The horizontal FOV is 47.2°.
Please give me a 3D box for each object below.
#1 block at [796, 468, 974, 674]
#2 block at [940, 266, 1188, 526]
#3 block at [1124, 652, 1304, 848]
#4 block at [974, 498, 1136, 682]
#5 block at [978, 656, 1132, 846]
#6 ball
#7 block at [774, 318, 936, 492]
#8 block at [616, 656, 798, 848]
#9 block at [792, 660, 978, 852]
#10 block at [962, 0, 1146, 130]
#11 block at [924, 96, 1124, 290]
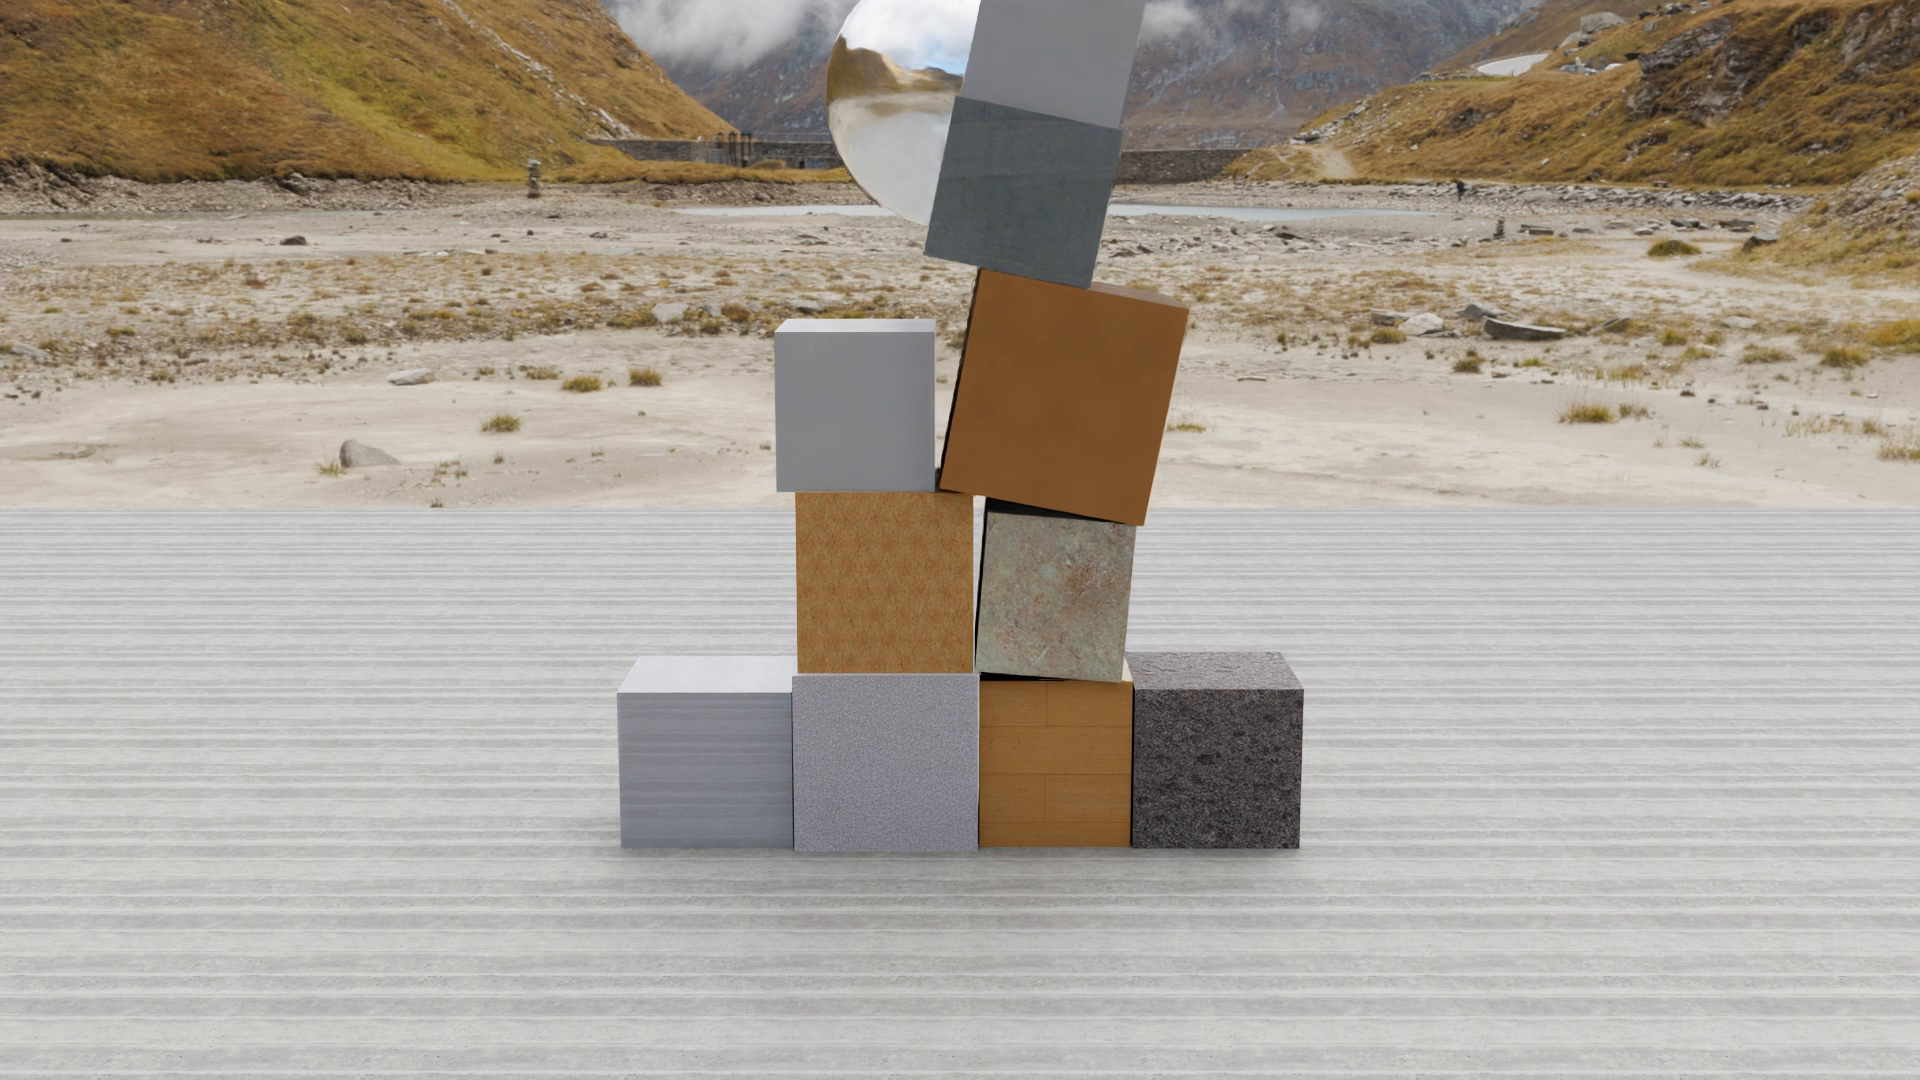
[{"bbox_3d":[-0.369,0.141,11.218,0.871,0.904,0.833,0,10,0],"label":"block"},{"bbox_3d":[0.497,-0.762,11.050,1.011,1.074,0.943,11,10,-2],"label":"block"},{"bbox_3d":[1.286,1.072,11.372,0.838,0.823,0.818,0,10,0],"label":"block"},{"bbox_3d":[0.468,0.211,11.214,0.729,0.799,0.841,5,10,-1],"label":"block"},{"bbox_3d":[0.478,1.054,11.364,0.758,0.857,0.751,0,10,0],"label":"block"},{"bbox_3d":[0.000,-2.641,13.033,1.600,1.600,1.600,0,10,0],"label":"ball"},{"bbox_3d":[-0.510,-0.689,11.069,0.774,0.783,0.785,0,10,0],"label":"block"},{"bbox_3d":[-1.271,1.082,11.371,0.867,0.803,0.779,0,10,0],"label":"block"},{"bbox_3d":[-0.370,1.032,11.365,0.917,0.903,0.912,0,10,0],"label":"block"},{"bbox_3d":[0.456,-2.470,10.722,0.760,0.789,0.777,11,10,-2],"label":"block"},{"bbox_3d":[0.298,-1.726,10.878,0.812,0.764,0.886,11,10,-2],"label":"block"}]
